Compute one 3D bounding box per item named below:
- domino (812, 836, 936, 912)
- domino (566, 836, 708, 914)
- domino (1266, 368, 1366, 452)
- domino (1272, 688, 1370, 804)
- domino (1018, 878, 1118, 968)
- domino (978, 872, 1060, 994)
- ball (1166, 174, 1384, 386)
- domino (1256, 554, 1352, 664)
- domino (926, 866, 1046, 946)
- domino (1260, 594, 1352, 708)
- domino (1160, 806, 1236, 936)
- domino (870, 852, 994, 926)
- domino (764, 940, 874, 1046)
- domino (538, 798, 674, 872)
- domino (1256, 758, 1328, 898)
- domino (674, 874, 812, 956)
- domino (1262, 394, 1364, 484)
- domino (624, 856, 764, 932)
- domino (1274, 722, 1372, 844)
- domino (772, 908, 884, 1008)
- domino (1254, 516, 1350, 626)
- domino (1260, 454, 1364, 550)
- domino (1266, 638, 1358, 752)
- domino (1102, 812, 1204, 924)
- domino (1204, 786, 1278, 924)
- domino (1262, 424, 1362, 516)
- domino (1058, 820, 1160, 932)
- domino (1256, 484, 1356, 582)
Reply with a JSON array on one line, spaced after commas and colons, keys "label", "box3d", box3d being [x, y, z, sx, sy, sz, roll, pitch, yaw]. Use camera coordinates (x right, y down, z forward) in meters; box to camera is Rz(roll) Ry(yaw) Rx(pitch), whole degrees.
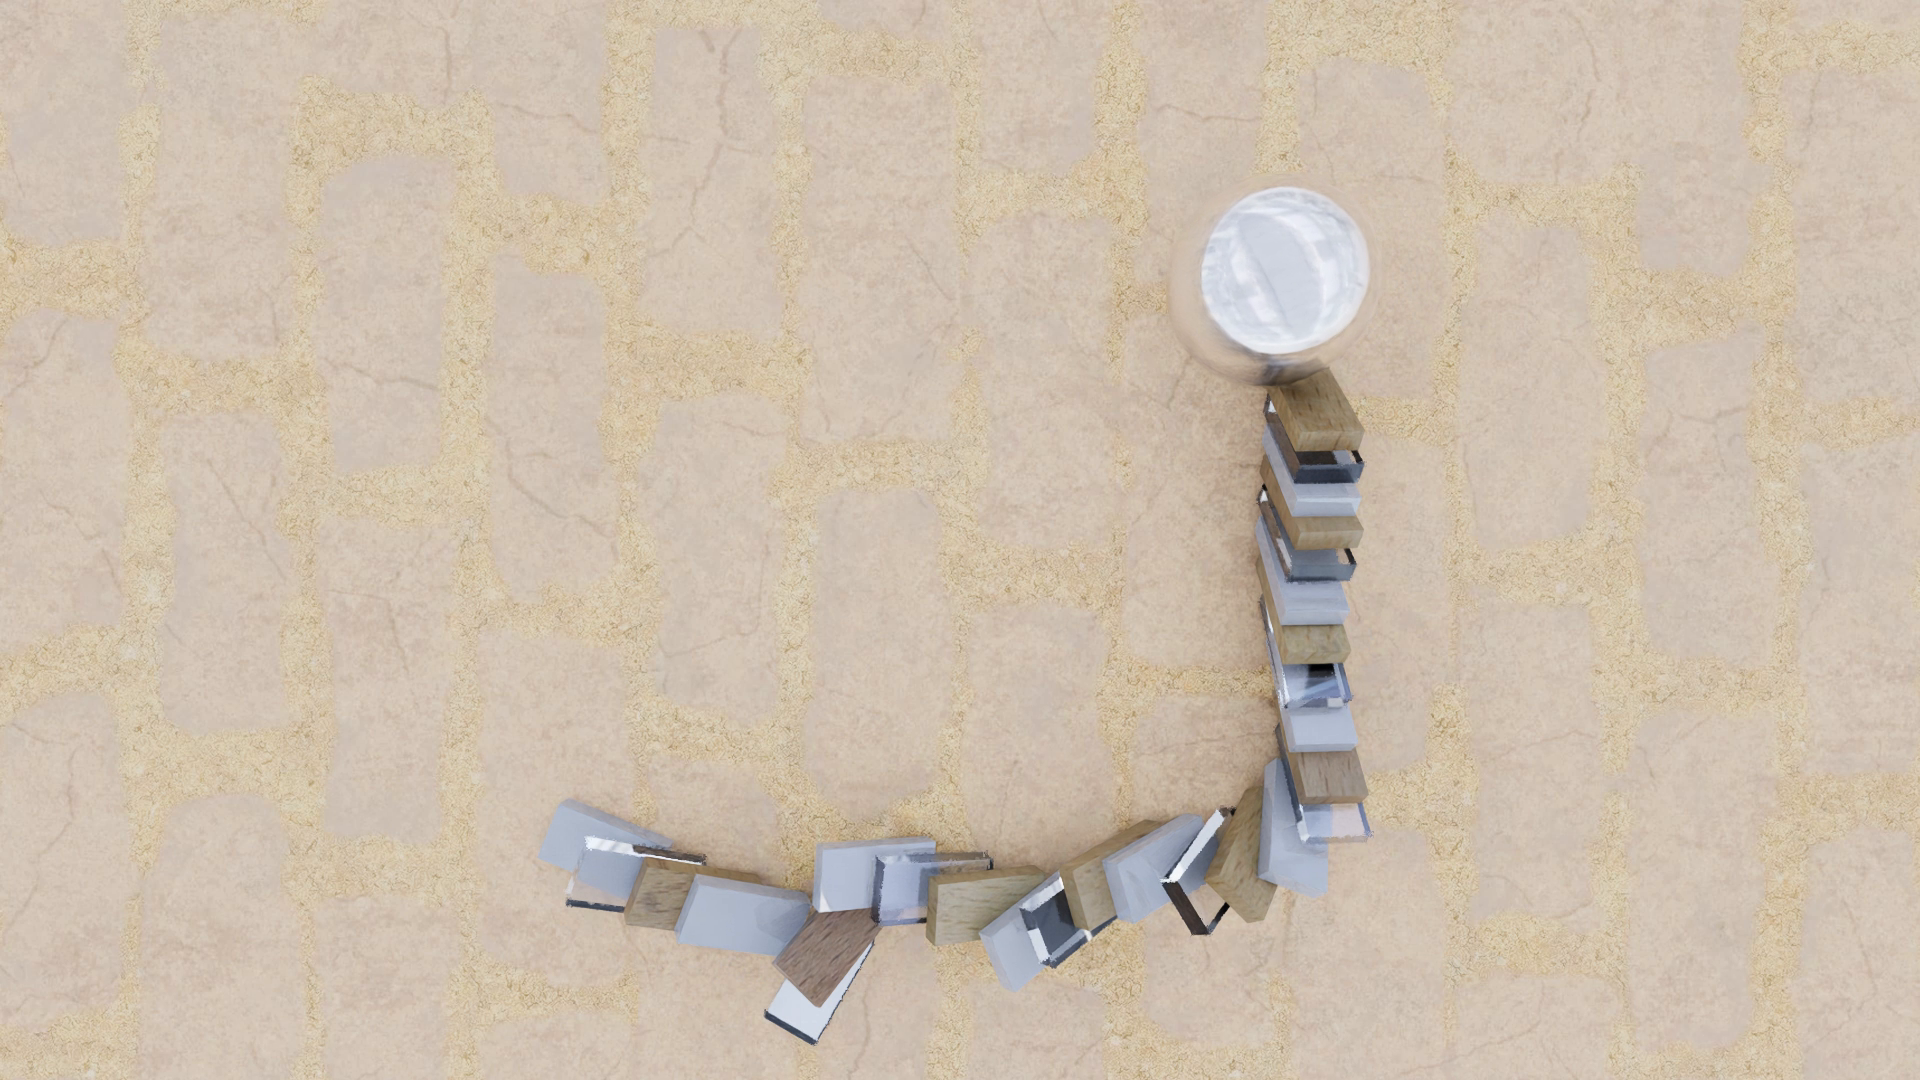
[{"label": "domino", "box3d": [-0.036, 0.140, 0.384, 0.050, 0.010, 0.025, 5, 86, -25]}, {"label": "domino", "box3d": [-0.135, 0.142, 0.383, 0.050, 0.010, 0.025, 21, 91, -27]}, {"label": "domino", "box3d": [0.145, -0.056, 0.378, 0.025, 0.050, 0.010, -1, 133, 0]}, {"label": "domino", "box3d": [0.149, 0.084, 0.382, 0.025, 0.009, 0.050, -2, 55, 0]}, {"label": "domino", "box3d": [0.050, 0.152, 0.382, 0.050, 0.010, 0.025, -23, 94, -32]}, {"label": "domino", "box3d": [0.034, 0.161, 0.382, 0.050, 0.010, 0.025, -25, 95, -32]}, {"label": "ball", "box3d": [0.122, -0.101, 0.360, 0.080, 0.080, 0.080, 0, 90, 0]}, {"label": "domino", "box3d": [0.142, 0.027, 0.381, 0.025, 0.010, 0.050, -2, 52, 0]}, {"label": "domino", "box3d": [0.011, 0.153, 0.385, 0.050, 0.010, 0.025, 4, 90, -25]}, {"label": "domino", "box3d": [0.144, 0.045, 0.383, 0.025, 0.010, 0.050, -2, 58, 0]}, {"label": "domino", "box3d": [0.106, 0.136, 0.380, 0.050, 0.009, 0.025, -31, 90, -41]}, {"label": "domino", "box3d": [-0.011, 0.146, 0.385, 0.050, 0.010, 0.025, 7, 89, -25]}, {"label": "domino", "box3d": [-0.060, 0.188, 0.395, 0.025, 0.009, 0.050, 30, 90, 0]}, {"label": "domino", "box3d": [-0.152, 0.133, 0.395, 0.050, 0.009, 0.025, 22, 90, 0]}, {"label": "domino", "box3d": [0.139, 0.119, 0.381, 0.025, 0.009, 0.050, 21, 52, -2]}, {"label": "domino", "box3d": [-0.091, 0.158, 0.385, 0.050, 0.010, 0.025, 21, 90, -26]}, {"label": "domino", "box3d": [0.145, -0.043, 0.378, 0.025, 0.050, 0.009, -1, 133, 0]}, {"label": "domino", "box3d": [-0.111, 0.151, 0.384, 0.050, 0.010, 0.025, 21, 90, -27]}, {"label": "domino", "box3d": [0.150, 0.100, 0.382, 0.025, 0.010, 0.050, -2, 55, 0]}, {"label": "domino", "box3d": [-0.051, 0.165, 0.383, 0.025, 0.010, 0.050, 45, 58, 0]}, {"label": "domino", "box3d": [0.141, 0.012, 0.380, 0.025, 0.009, 0.050, -1, 51, 0]}, {"label": "domino", "box3d": [0.144, -0.017, 0.378, 0.025, 0.050, 0.009, -2, 133, -1]}, {"label": "domino", "box3d": [0.146, 0.063, 0.383, 0.025, 0.010, 0.050, -1, 58, 0]}, {"label": "domino", "box3d": [0.084, 0.136, 0.383, 0.050, 0.010, 0.025, -16, 90, -32]}, {"label": "domino", "box3d": [0.122, 0.129, 0.380, 0.025, 0.010, 0.050, 45, 50, 0]}, {"label": "domino", "box3d": [0.144, -0.030, 0.378, 0.025, 0.050, 0.010, -1, 133, 1]}, {"label": "domino", "box3d": [0.066, 0.139, 0.383, 0.050, 0.009, 0.025, -16, 90, -32]}, {"label": "domino", "box3d": [0.142, -0.004, 0.378, 0.025, 0.050, 0.010, -1, 133, 0]}]
